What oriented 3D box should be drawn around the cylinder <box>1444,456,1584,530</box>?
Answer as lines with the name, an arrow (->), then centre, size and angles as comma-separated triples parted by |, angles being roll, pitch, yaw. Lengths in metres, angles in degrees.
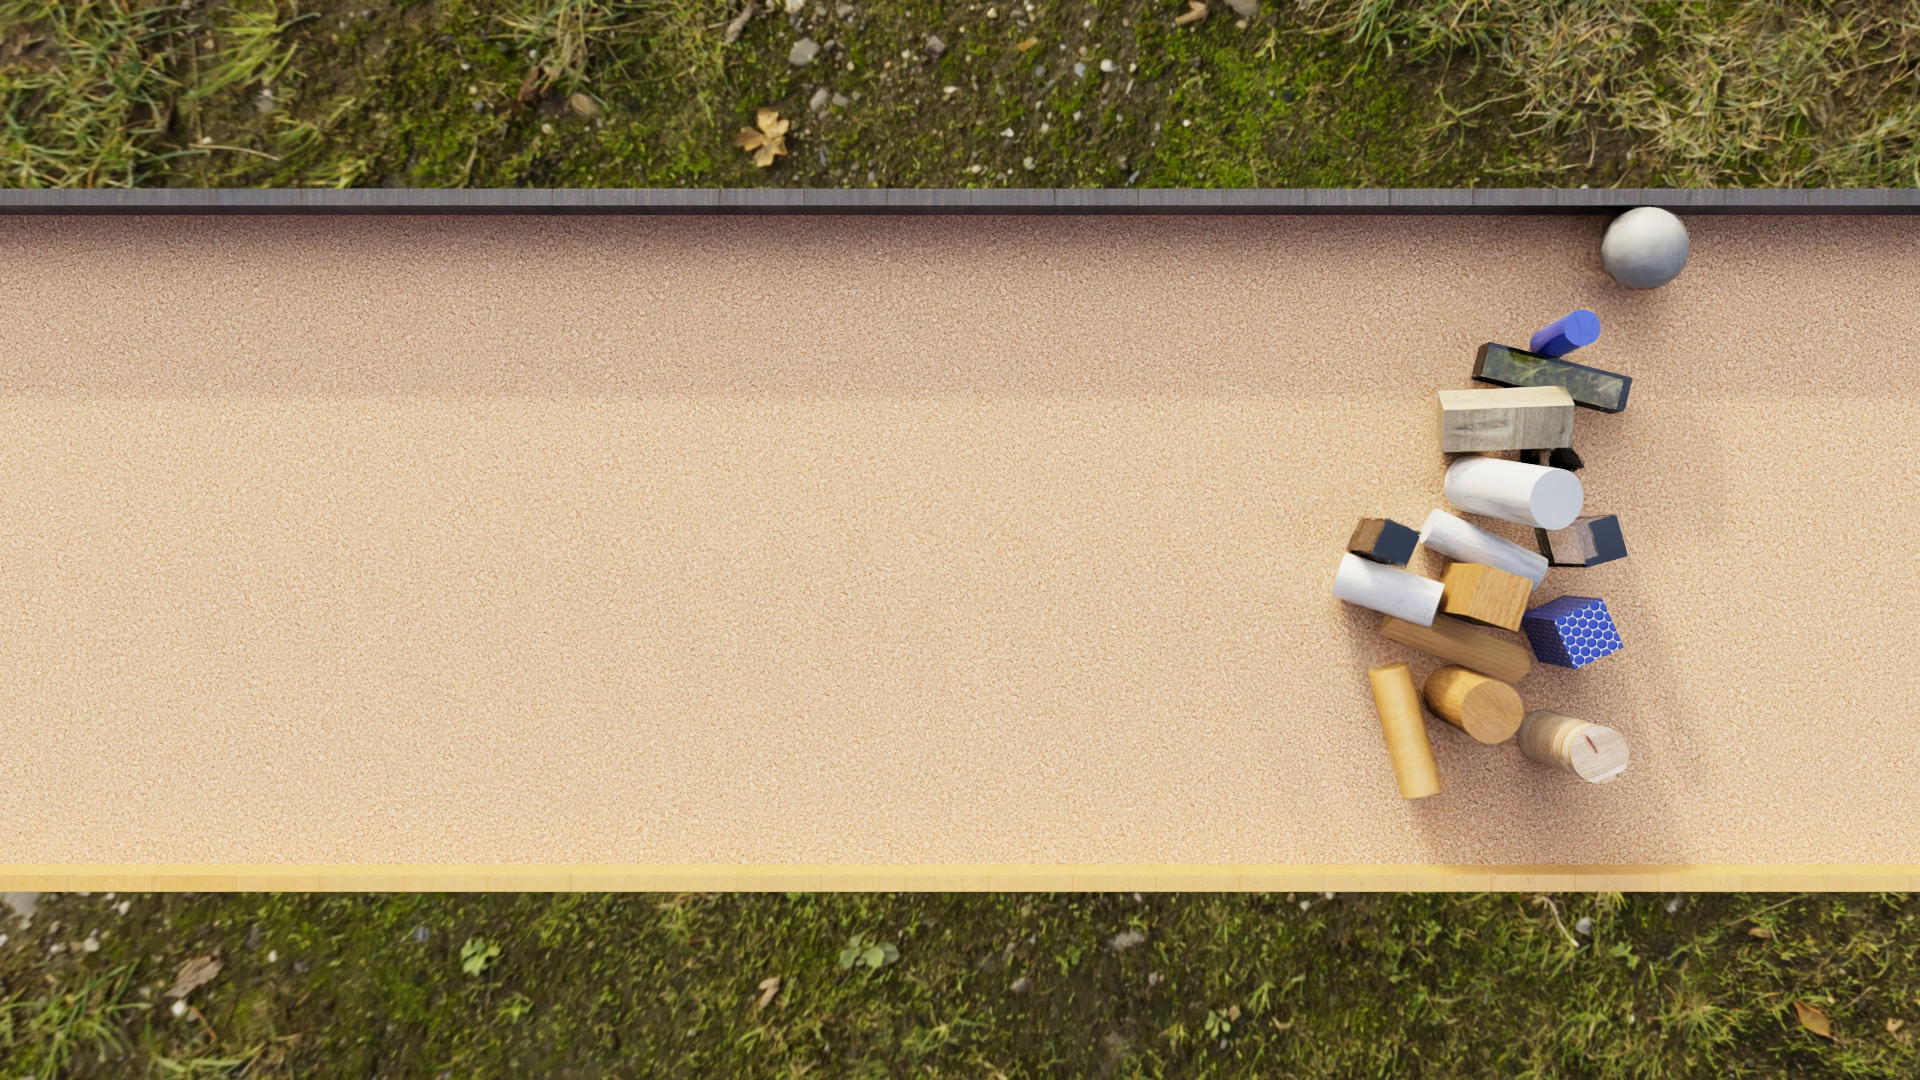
cylinder -> 1.618, -0.144, 4.842 | 0.174, 0.437, 0.174 | -2, 98, -15

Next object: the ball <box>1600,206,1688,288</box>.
ball -> 2.055, -0.879, 4.956 | 0.242, 0.242, 0.242 | 0, 90, 0

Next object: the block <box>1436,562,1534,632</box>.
block -> 1.535, 0.165, 4.876 | 0.152, 0.399, 0.152 | 18, 90, 1

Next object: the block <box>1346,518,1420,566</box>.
block -> 1.257, 0.005, 4.908 | 0.106, 0.336, 0.106 | 24, 91, 0

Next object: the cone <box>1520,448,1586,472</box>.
cone -> 1.803, -0.236, 4.914 | 0.161, 0.303, 0.161 | 0, 100, -1

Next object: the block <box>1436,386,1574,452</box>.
block -> 1.634, -0.364, 4.956 | 0.371, 0.139, 0.139 | -2, 119, 8

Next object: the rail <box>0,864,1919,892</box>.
rail -> -2.247, 1.025, 5.001 | 12.000, 0.150, 0.050 | 0, 90, 0

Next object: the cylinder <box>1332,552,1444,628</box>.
cylinder -> 1.287, 0.151, 4.967 | 0.303, 0.140, 0.140 | 19, 90, 16

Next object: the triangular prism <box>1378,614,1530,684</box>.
triangular prism -> 1.514, 0.312, 5.025 | 0.442, 0.099, 0.114 | 21, 90, 0

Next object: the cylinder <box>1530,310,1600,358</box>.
cylinder -> 1.795, -0.604, 4.900 | 0.104, 0.346, 0.104 | 0, 89, 4

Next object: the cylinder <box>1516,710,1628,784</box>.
cylinder -> 1.793, 0.602, 4.849 | 0.161, 0.454, 0.161 | 0, 90, 0

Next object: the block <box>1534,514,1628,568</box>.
block -> 1.843, 0.004, 4.910 | 0.124, 0.331, 0.124 | -16, 90, -1

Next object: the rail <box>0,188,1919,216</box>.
rail -> -2.247, -1.025, 5.002 | 12.000, 0.150, 0.050 | 0, 90, 0

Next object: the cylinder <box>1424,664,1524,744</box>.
cylinder -> 1.516, 0.481, 4.891 | 0.179, 0.361, 0.179 | 0, 93, -1

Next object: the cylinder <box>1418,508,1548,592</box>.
cylinder -> 1.590, 0.032, 5.017 | 0.364, 0.120, 0.120 | 24, 90, 0

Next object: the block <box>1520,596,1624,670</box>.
block -> 1.820, 0.272, 4.926 | 0.155, 0.302, 0.155 | -24, 90, 0

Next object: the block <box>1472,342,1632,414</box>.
block -> 1.800, -0.493, 5.024 | 0.444, 0.105, 0.105 | 14, 90, 0

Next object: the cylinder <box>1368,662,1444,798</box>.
cylinder -> 1.356, 0.577, 5.015 | 0.123, 0.123, 0.393 | -16, 90, 0
